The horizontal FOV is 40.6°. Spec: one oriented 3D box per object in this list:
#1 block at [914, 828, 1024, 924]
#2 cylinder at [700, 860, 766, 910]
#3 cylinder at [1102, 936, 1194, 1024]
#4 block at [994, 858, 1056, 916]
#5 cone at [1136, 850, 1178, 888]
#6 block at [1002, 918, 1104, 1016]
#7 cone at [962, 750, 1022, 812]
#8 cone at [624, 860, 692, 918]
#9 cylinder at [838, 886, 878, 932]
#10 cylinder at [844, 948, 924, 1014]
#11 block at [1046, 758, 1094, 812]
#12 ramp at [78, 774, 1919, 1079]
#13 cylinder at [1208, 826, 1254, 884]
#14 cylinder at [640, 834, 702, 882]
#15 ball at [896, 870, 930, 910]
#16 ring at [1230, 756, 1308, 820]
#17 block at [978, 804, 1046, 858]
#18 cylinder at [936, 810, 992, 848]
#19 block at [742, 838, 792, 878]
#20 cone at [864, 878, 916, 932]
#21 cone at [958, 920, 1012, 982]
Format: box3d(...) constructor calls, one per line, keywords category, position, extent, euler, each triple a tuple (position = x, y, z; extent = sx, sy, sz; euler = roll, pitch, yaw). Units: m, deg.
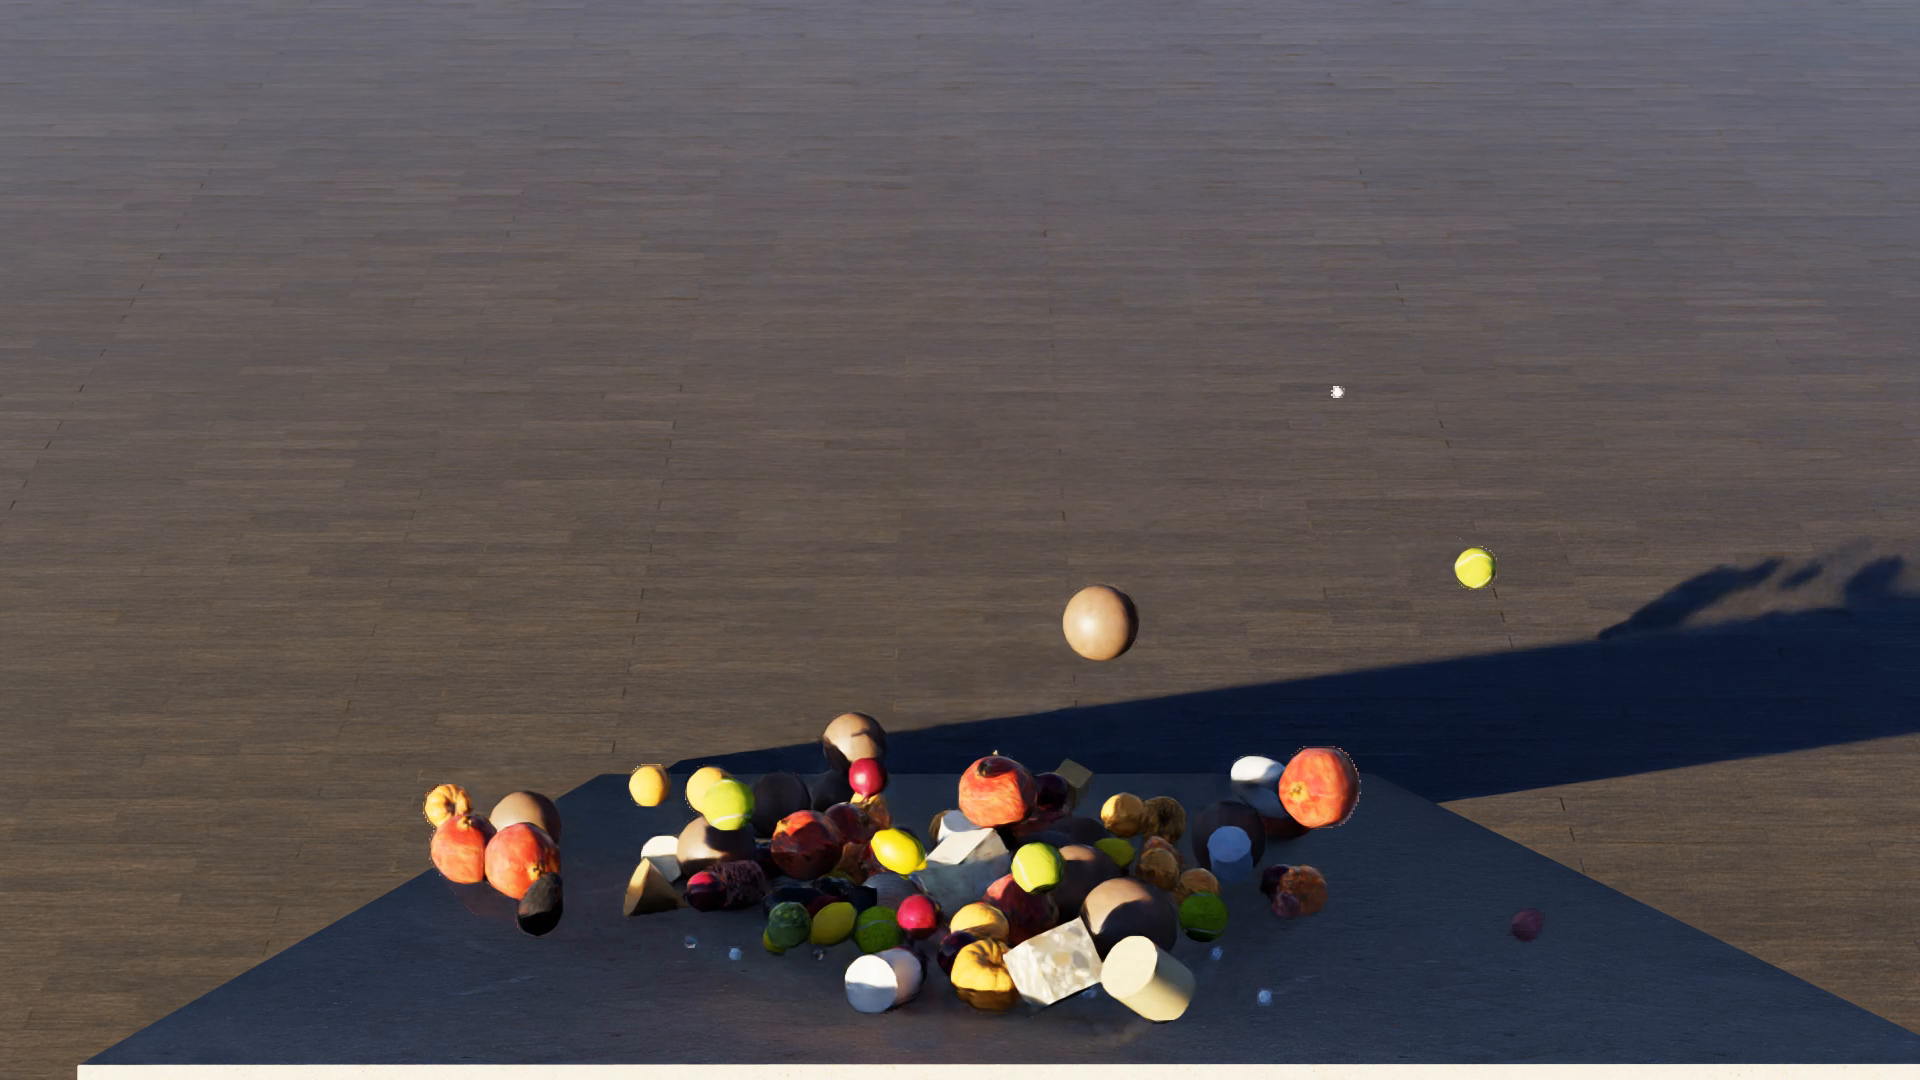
box3d(category="block", position=(0.014, 0.481, 3.715), extent=(0.093, 0.093, 0.093), euler=(-15, 19, 45))
box3d(category="cylinder", position=(-0.350, 0.533, 3.999), extent=(0.072, 0.072, 0.072), euler=(25, 14, 34))
box3d(category="cylinder", position=(0.210, 0.490, 2.887), extent=(0.074, 0.074, 0.074), euler=(-27, 43, 28))
box3d(category="block", position=(0.100, 0.530, 3.972), extent=(0.078, 0.078, 0.078), euler=(0, -1, 16))
box3d(category="cone", position=(0.312, 0.558, 4.291), extent=(0.067, 0.067, 0.067), euler=(26, 46, -31))
box3d(category="block", position=(0.110, 0.493, 2.995), extent=(0.076, 0.076, 0.076), euler=(-19, 76, -28))
box3d(category="cone", position=(0.055, 0.385, 4.184), extent=(0.096, 0.096, 0.096), euler=(4, 1, 0))
box3d(category="cone", position=(-0.441, 0.533, 3.865), extent=(0.091, 0.091, 0.091), euler=(22, 27, -18))
box3d(category="cylinder", position=(-0.146, 0.529, 3.708), extent=(0.057, 0.057, 0.057), euler=(-1, 75, -2))
box3d(category="cylinder", position=(-0.089, 0.522, 3.067), extent=(0.069, 0.069, 0.069), euler=(17, 7, 26))
box3d(category="block", position=(0.216, 0.482, 5.104), extent=(0.062, 0.062, 0.062), euler=(27, 41, 18))
box3d(category="ramp", position=(0.071, 0.629, 4.724), extent=(2.000, 0.100, 4.000), euler=(0, -1, 0))
box3d(category="cylinder", position=(0.428, 0.498, 4.105), extent=(0.067, 0.067, 0.067), euler=(-5, 52, 7))
box3d(category="cylinder", position=(-0.482, 0.532, 4.330), extent=(0.080, 0.080, 0.080), euler=(8, -2, 13))
box3d(category="ball", position=(-0.071, 0.531, 3.937), extent=(0.062, 0.062, 0.062), euler=(0, 32, 0))
box3d(category="ring", position=(0.527, 0.423, 4.413), extent=(0.144, 0.144, 0.048), euler=(19, 57, 27))
box3d(category="block", position=(0.096, 0.533, 4.744), extent=(0.093, 0.093, 0.093), euler=(0, -1, 31))
box3d(category="cylinder", position=(0.003, 0.478, 4.059), extent=(0.079, 0.079, 0.079), euler=(10, 24, -5))
box3d(category="block", position=(-0.330, 0.545, 4.442), extent=(0.061, 0.061, 0.061), euler=(0, -1, 30))
box3d(category="cone", position=(-0.106, 0.545, 3.739), extent=(0.094, 0.094, 0.094), euler=(-4, 9, -6))
box3d(category="cone", position=(0.055, 0.536, 3.306), extent=(0.080, 0.080, 0.080), euler=(31, 13, -37))
